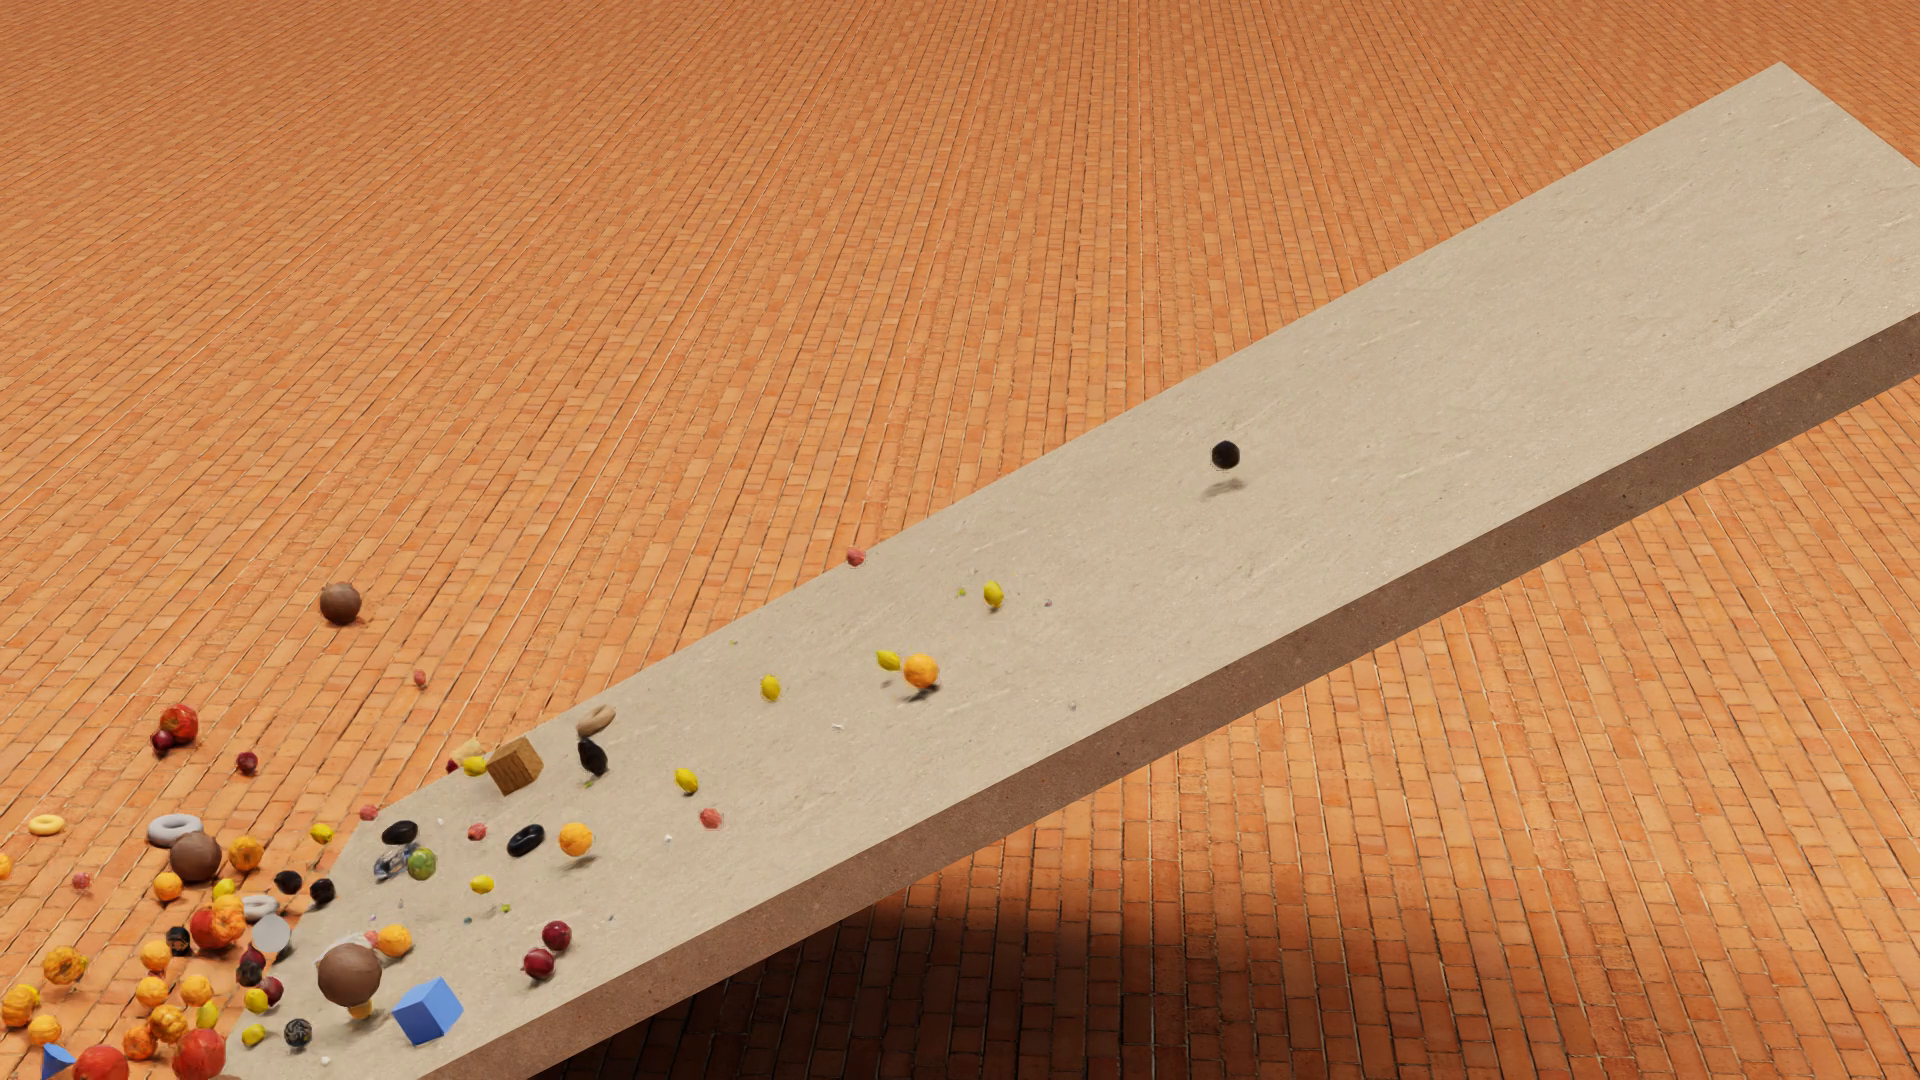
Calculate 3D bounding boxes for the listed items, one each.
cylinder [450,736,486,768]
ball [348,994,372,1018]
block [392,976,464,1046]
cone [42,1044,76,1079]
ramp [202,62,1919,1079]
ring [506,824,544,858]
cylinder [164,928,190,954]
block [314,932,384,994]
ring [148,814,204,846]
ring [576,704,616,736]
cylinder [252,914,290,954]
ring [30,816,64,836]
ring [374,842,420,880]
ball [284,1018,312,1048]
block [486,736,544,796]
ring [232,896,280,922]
[{"bbox_3d":[-1.283,0.569,7.703,0.079,0.079,0.079,-37,28,-10],"label":"cylinder"},{"bbox_3d":[-1.243,0.967,6.095,0.051,0.051,0.051,0,18,0],"label":"ball"},{"bbox_3d":[-1.043,0.924,5.768,0.084,0.084,0.084,-23,16,28],"label":"block"},{"bbox_3d":[-2.007,1.166,6.493,0.077,0.077,0.077,33,2,-1],"label":"cone"},{"bbox_3d":[0.142,0.168,6.284,4.000,0.100,2.000,-28,15,12],"label":"ramp"},{"bbox_3d":[-0.970,0.671,6.572,0.098,0.033,0.098,-31,17,11],"label":"ring"},{"bbox_3d":[-1.887,0.969,7.094,0.055,0.055,0.055,-7,4,-20],"label":"cylinder"},{"bbox_3d":[-1.323,0.914,6.362,0.086,0.086,0.086,-20,18,36],"label":"block"},{"bbox_3d":[-2.061,0.762,7.728,0.146,0.049,0.146,1,18,0],"label":"ring"},{"bbox_3d":[-0.889,0.440,7.180,0.106,0.035,0.106,-29,16,9],"label":"ring"},{"bbox_3d":[-1.605,0.919,6.859,0.087,0.087,0.087,-4,-8,-13],"label":"cylinder"},{"bbox_3d":[-2.415,0.754,7.780,0.092,0.031,0.092,1,18,0],"label":"ring"},{"bbox_3d":[-1.340,0.763,6.995,0.123,0.041,0.123,-28,15,8],"label":"ring"},{"bbox_3d":[-1.383,1.031,6.147,0.060,0.060,0.060,0,18,0],"label":"ball"},{"bbox_3d":[-1.073,0.544,7.090,0.090,0.090,0.090,-27,15,17],"label":"block"},{"bbox_3d":[-1.744,0.914,7.288,0.112,0.037,0.112,-1,18,0],"label":"ring"}]
